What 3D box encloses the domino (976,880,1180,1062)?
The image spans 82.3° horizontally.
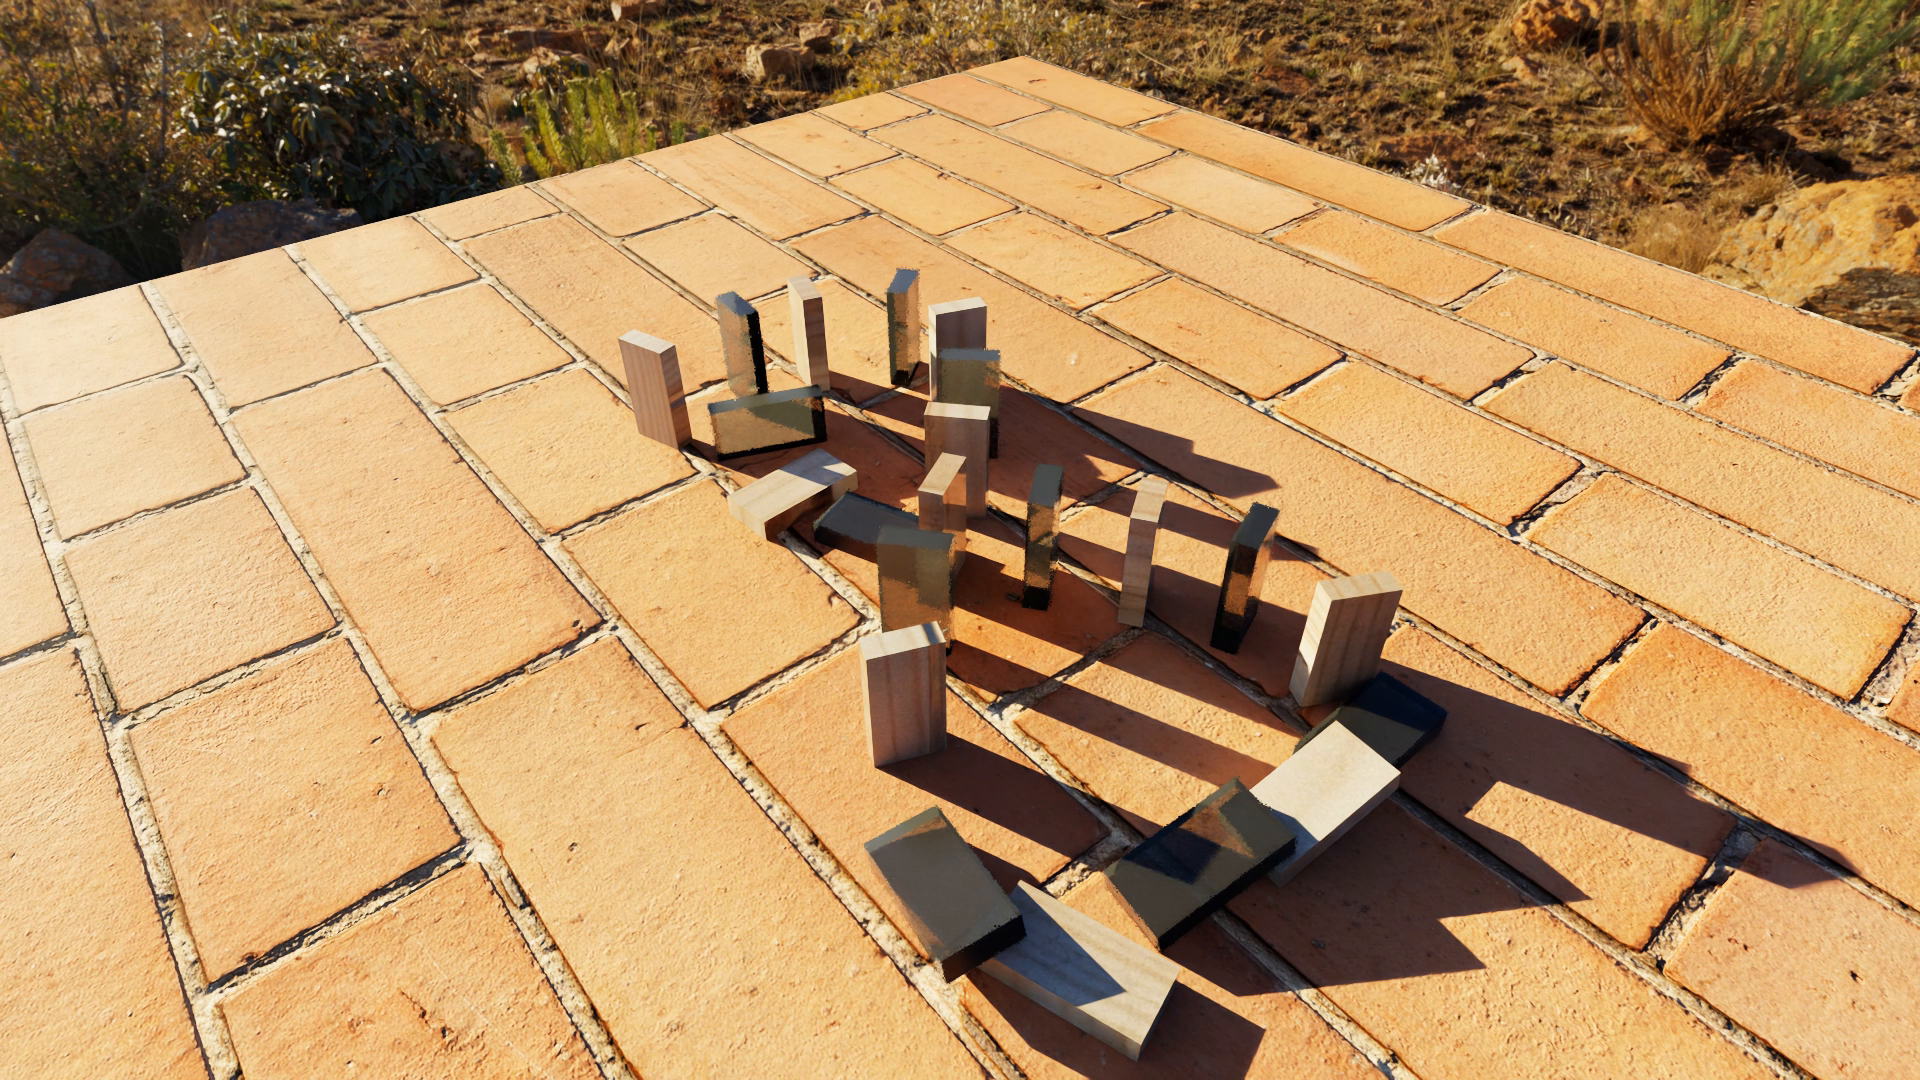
[{"bbox_3d":[0.032,0.117,0.301,0.050,0.010,0.025,22,44,25],"label":"domino"}]

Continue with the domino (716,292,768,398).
[{"bbox_3d":[-0.102,-0.089,0.520,0.009,0.050,0.025,-24,45,-27],"label":"domino"}]

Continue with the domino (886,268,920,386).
[{"bbox_3d":[-0.027,-0.104,0.538,0.009,0.050,0.025,7,40,9],"label":"domino"}]

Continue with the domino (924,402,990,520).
[{"bbox_3d":[-0.001,-0.032,0.450,0.025,0.050,0.009,6,40,7],"label":"domino"}]

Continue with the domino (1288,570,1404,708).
[{"bbox_3d":[0.129,0.034,0.370,0.025,0.050,0.010,-8,40,-9],"label":"domino"}]

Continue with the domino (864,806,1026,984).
[{"bbox_3d":[-0.005,0.099,0.313,0.025,0.010,0.050,-24,34,-19],"label":"domino"}]

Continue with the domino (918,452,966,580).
[{"bbox_3d":[-0.006,-0.005,0.418,0.009,0.050,0.025,13,41,15],"label":"domino"}]

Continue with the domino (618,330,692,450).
[{"bbox_3d":[-0.136,-0.067,0.493,0.025,0.050,0.010,22,44,25],"label":"domino"}]

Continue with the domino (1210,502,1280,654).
[{"bbox_3d":[0.102,0.014,0.394,0.009,0.050,0.025,20,43,22],"label":"domino"}]

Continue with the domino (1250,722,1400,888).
[{"bbox_3d":[0.107,0.080,0.336,0.050,0.009,0.025,-33,48,-16],"label":"domino"}]

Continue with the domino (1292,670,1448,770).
[{"bbox_3d":[0.136,0.065,0.364,0.050,0.010,0.025,-29,47,-30],"label":"domino"}]

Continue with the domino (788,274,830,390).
[{"bbox_3d":[-0.073,-0.100,0.533,0.010,0.050,0.025,-15,42,-18],"label":"domino"}]

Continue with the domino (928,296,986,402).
[{"bbox_3d":[-0.001,-0.088,0.519,0.025,0.050,0.009,-13,41,-16],"label":"domino"}]

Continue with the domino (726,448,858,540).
[{"bbox_3d":[-0.071,-0.020,0.468,0.025,0.009,0.050,32,49,33],"label":"domino"}]

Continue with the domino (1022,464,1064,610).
[{"bbox_3d":[0.031,-0.001,0.412,0.009,0.050,0.025,7,40,9],"label":"domino"}]

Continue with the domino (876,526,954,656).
[{"bbox_3d":[-0.015,0.019,0.389,0.025,0.050,0.009,7,40,8],"label":"domino"}]

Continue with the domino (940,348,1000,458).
[{"bbox_3d":[0.005,-0.060,0.484,0.025,0.050,0.010,2,39,3],"label":"domino"}]

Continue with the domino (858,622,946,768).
[{"bbox_3d":[-0.018,0.050,0.351,0.025,0.050,0.010,-12,41,-14],"label":"domino"}]

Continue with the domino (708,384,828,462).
[{"bbox_3d":[-0.086,-0.053,0.496,0.050,0.025,0.009,-12,41,-14],"label":"domino"}]

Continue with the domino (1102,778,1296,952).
[{"bbox_3d":[0.070,0.094,0.320,0.050,0.010,0.025,-31,47,-14],"label":"domino"}]

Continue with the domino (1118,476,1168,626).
[{"bbox_3d":[0.067,0.005,0.406,0.009,0.050,0.025,11,41,13],"label":"domino"}]

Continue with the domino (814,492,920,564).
[{"bbox_3d":[-0.031,-0.002,0.446,0.050,0.010,0.025,19,43,22],"label":"domino"}]
